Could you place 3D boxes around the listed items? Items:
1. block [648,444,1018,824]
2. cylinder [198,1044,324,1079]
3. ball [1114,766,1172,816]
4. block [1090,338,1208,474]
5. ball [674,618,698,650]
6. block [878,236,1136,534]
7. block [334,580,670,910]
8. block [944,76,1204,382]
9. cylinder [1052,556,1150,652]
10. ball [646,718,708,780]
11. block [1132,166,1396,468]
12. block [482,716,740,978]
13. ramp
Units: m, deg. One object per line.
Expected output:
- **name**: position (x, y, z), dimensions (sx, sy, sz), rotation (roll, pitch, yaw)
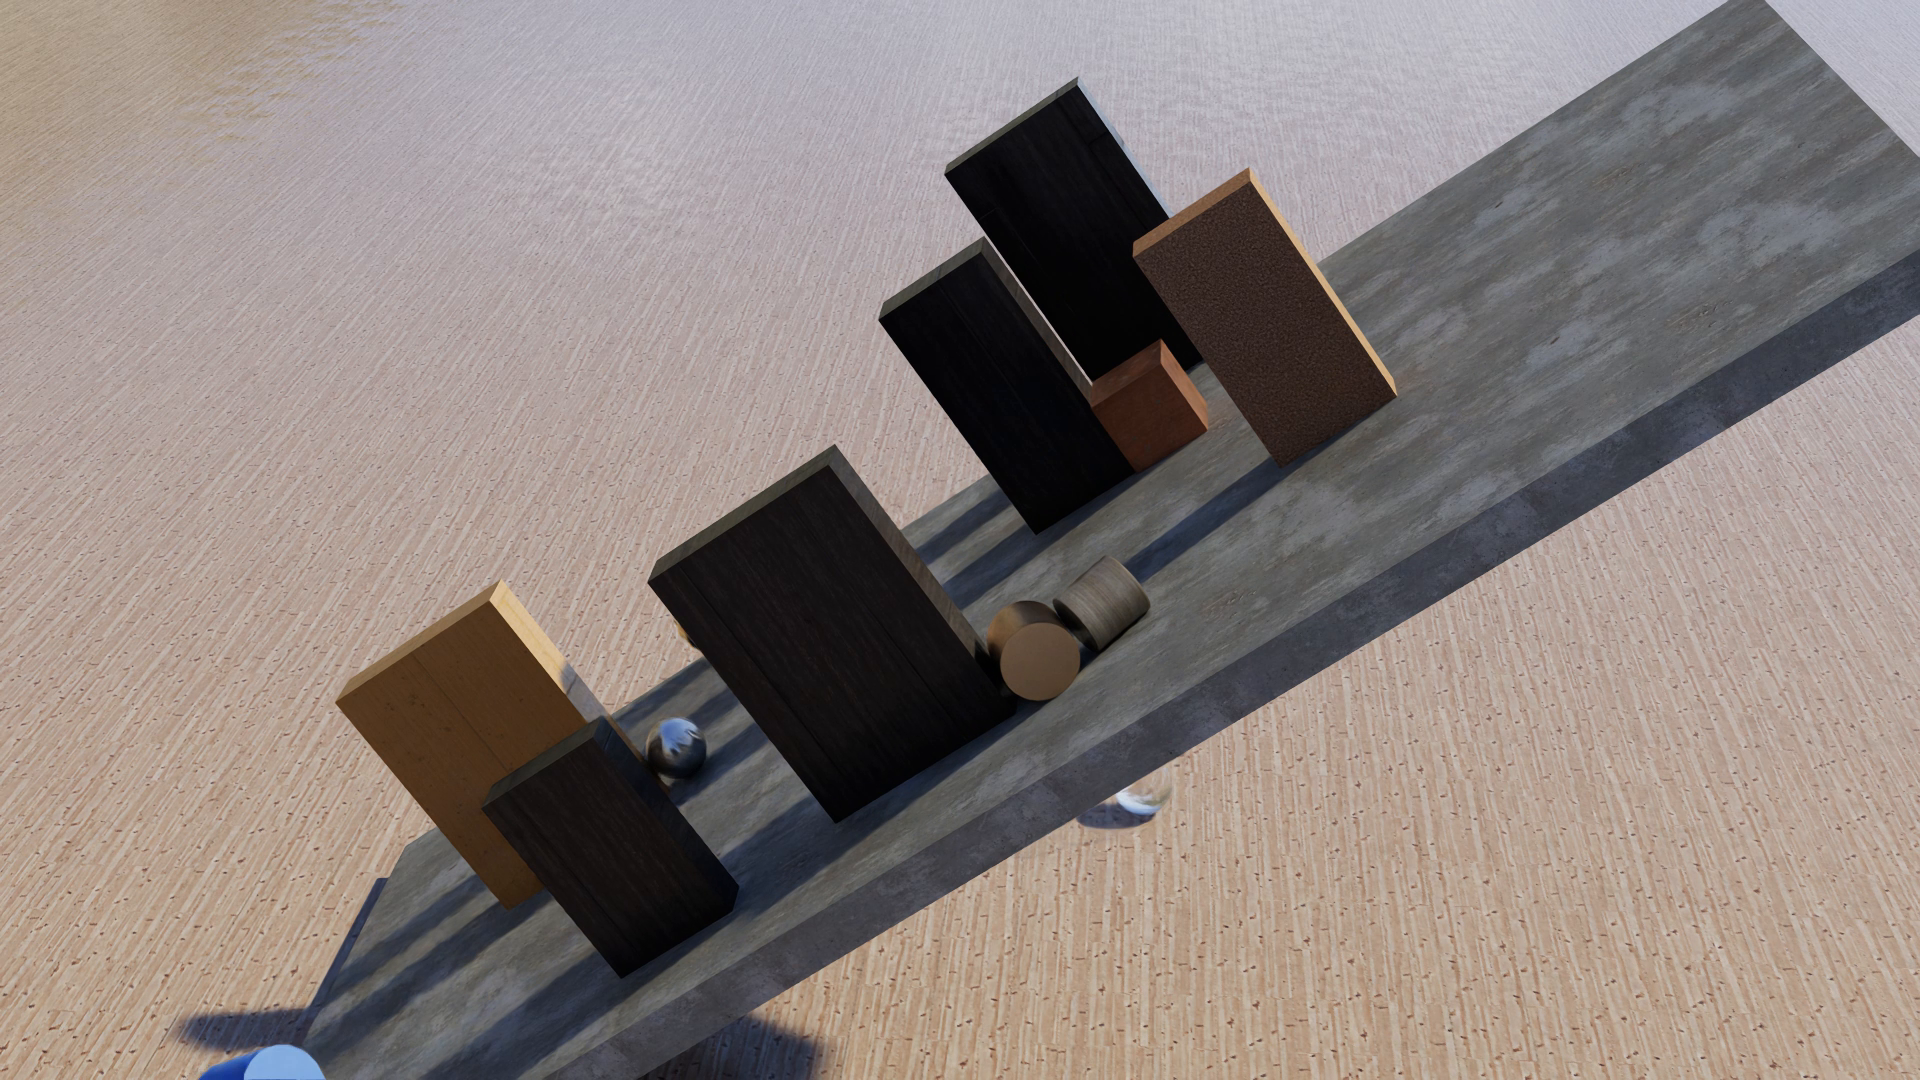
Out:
- **block**: position (-0.243, 0.188, 5.725), dimensions (0.433, 0.618, 0.117), rotation (-32, 16, 15)
- **cylinder**: position (-1.493, 1.196, 6.260), dimensions (0.208, 0.208, 0.208), rotation (-23, 2, 41)
- **ball**: position (0.503, 0.674, 8.079), dimensions (0.162, 0.162, 0.162), rotation (0, 21, 0)
- **block**: position (0.420, -0.298, 6.530), dimensions (0.185, 0.185, 0.185), rotation (-32, 16, 15)
- **ball**: position (-0.625, 0.189, 7.382), dimensions (0.186, 0.186, 0.186), rotation (0, 21, 0)
- **block**: position (0.111, -0.340, 6.530), dimensions (0.275, 0.607, 0.132), rotation (-32, 16, 15)
- **block**: position (-1.022, 0.465, 6.601), dimensions (0.443, 0.624, 0.124), rotation (-32, 16, 15)
- **block**: position (0.322, -0.685, 6.894), dimensions (0.374, 0.708, 0.097), rotation (-32, 16, 15)
- **cylinder**: position (0.274, 0.124, 5.703), dimensions (0.135, 0.135, 0.135), rotation (-40, 34, -12)
- **ball**: position (-0.643, 0.473, 6.672), dimensions (0.139, 0.139, 0.139), rotation (0, 21, 0)
- **block**: position (0.610, -0.442, 5.880), dimensions (0.276, 0.533, 0.113), rotation (-32, 16, 15)
- **block**: position (-0.684, 0.605, 5.781), dimensions (0.277, 0.450, 0.104), rotation (-32, 16, 15)
- **ramp**: position (0.135, 0.174, 6.306), dimensions (4.000, 0.100, 2.000), rotation (-32, 16, 15)
